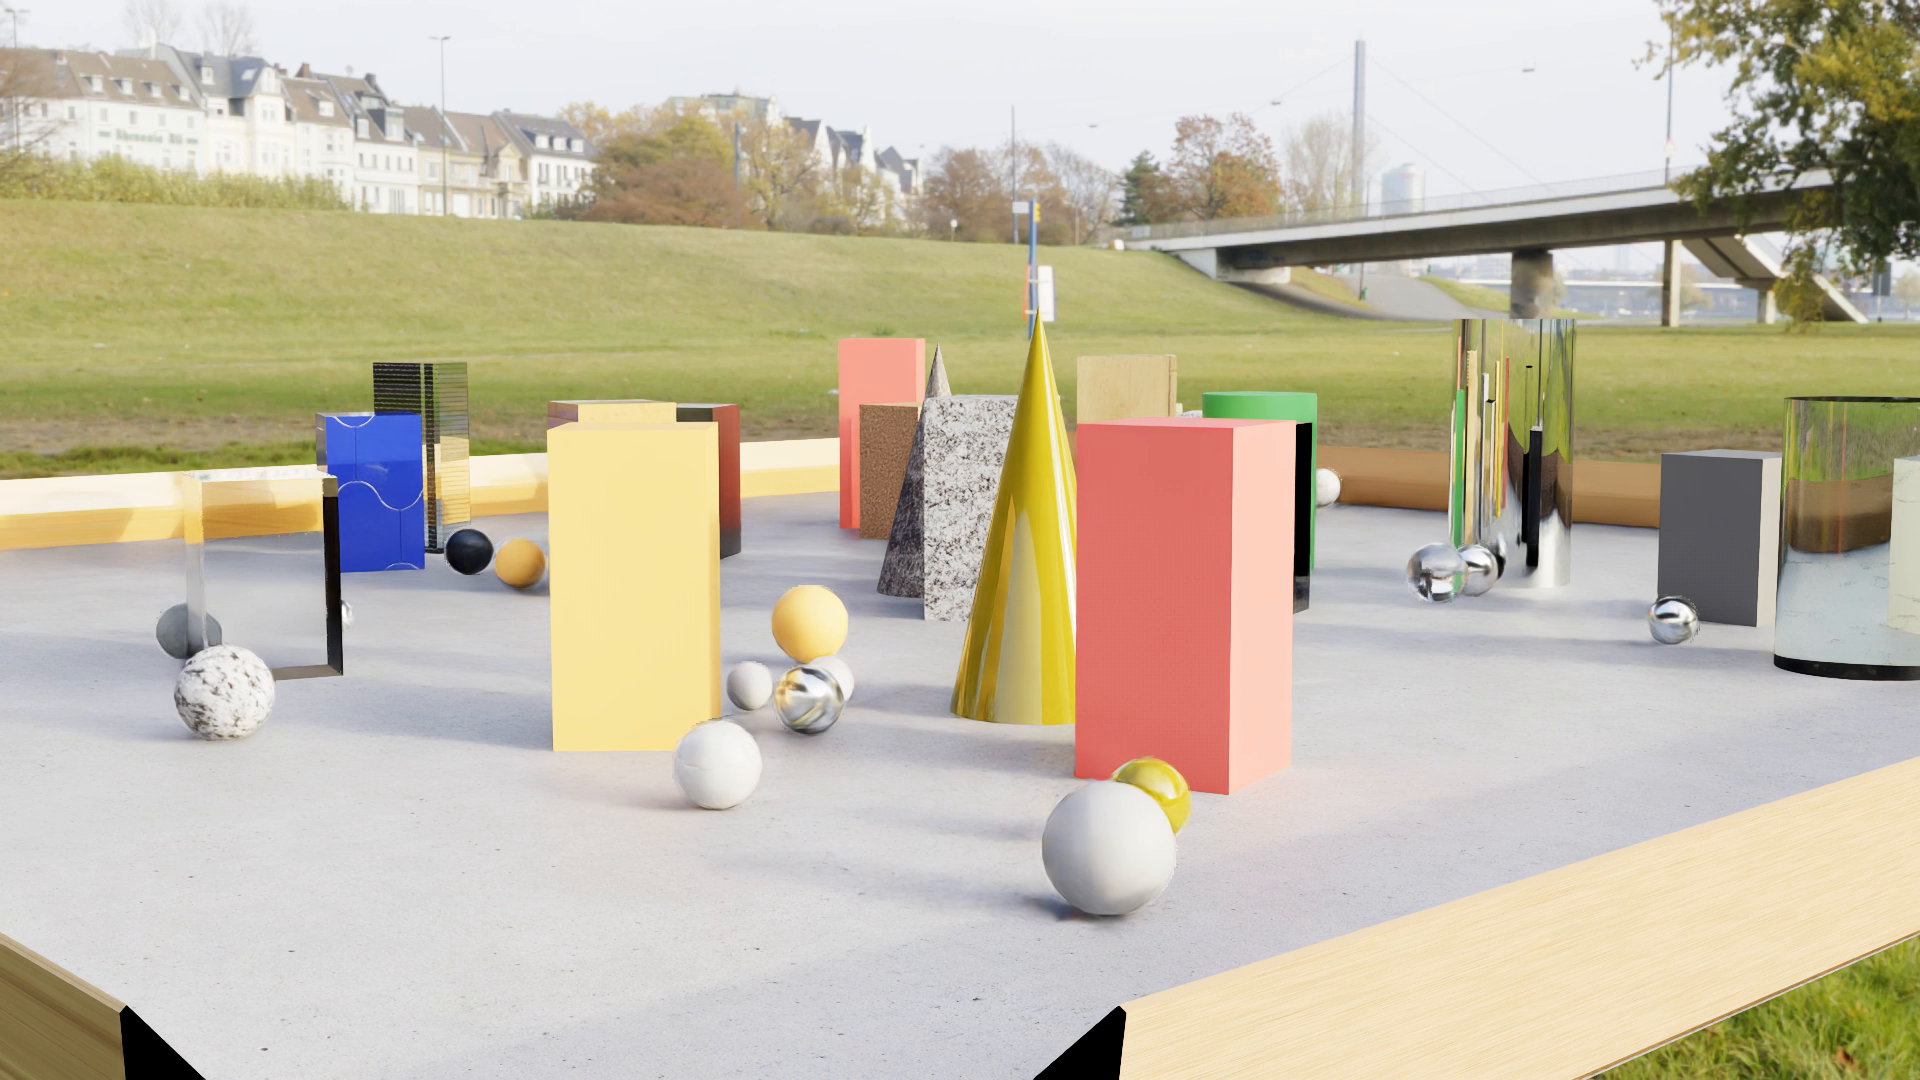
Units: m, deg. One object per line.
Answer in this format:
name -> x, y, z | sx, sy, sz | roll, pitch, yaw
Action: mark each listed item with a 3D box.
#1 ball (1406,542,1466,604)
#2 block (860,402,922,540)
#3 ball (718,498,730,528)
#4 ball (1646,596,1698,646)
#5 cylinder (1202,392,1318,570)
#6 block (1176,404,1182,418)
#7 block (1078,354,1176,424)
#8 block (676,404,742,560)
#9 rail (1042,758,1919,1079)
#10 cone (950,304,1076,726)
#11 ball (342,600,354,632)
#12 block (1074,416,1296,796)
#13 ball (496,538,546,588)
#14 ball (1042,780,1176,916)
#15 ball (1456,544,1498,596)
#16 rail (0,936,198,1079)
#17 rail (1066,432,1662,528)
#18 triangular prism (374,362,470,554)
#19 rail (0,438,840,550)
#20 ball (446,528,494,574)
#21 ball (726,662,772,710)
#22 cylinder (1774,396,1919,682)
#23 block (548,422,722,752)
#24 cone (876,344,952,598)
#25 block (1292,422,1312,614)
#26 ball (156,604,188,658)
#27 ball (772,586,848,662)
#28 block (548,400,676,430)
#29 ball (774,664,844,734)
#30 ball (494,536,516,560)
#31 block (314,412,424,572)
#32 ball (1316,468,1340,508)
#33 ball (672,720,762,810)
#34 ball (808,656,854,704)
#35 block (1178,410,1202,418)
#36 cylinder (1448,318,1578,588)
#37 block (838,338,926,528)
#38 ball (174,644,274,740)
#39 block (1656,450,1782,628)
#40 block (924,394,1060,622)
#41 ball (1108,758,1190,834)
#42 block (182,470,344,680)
ball -> 0.727, 0.050, 3.356 | 0.092, 0.092, 0.092 | 0, 6, 0
block -> -0.086, -0.136, 4.319 | 0.158, 0.261, 0.158 | 5, 8, 42
ball -> -0.502, -0.054, 4.489 | 0.064, 0.064, 0.064 | 0, 6, 0
ball -> 0.950, 0.108, 2.933 | 0.065, 0.065, 0.065 | 0, 6, 0
cylinder -> 0.518, -0.104, 3.822 | 0.198, 0.301, 0.198 | 0, 6, 0
block -> 0.351, -0.156, 4.547 | 0.158, 0.255, 0.158 | -2, 6, -22
block -> 0.271, -0.117, 3.606 | 0.158, 0.372, 0.158 | 0, 6, 3
block -> -0.498, -0.107, 3.988 | 0.158, 0.274, 0.158 | 1, 6, 12
rail -> 1.184, 0.167, 2.056 | 3.733, 0.128, 0.045 | -5, 8, -42
cone -> 0.087, -0.036, 2.444 | 0.198, 0.452, 0.198 | 0, 6, 0
ball -> -0.862, 0.106, 3.042 | 0.046, 0.046, 0.046 | 0, 6, 0
block -> 0.217, 0.056, 2.116 | 0.158, 0.338, 0.158 | 3, 7, 29
ball -> -0.706, 0.038, 3.534 | 0.080, 0.080, 0.080 | 0, 6, 0
ball -> 0.109, 0.228, 1.625 | 0.099, 0.099, 0.099 | 0, 6, 0
ball -> 0.799, 0.048, 3.434 | 0.081, 0.081, 0.081 | 0, 6, 0
rail -> -1.354, 0.163, 2.089 | 0.045, 0.128, 3.540 | -5, 8, -42
rail -> 1.354, -0.096, 4.575 | 0.045, 0.128, 3.540 | -5, 8, -42
triangular prism -> -0.980, -0.159, 4.123 | 0.171, 0.348, 0.148 | 4, 7, 35
rail -> -1.184, -0.100, 4.608 | 3.733, 0.128, 0.045 | -5, 8, -42
ball -> -0.829, 0.019, 3.716 | 0.079, 0.079, 0.079 | 0, 6, 0
ball -> -0.236, 0.164, 2.458 | 0.053, 0.053, 0.053 | 0, 6, 0
cylinder -> 1.122, -0.007, 2.731 | 0.198, 0.335, 0.198 | 0, 6, 0
block -> -0.336, 0.044, 2.294 | 0.158, 0.325, 0.158 | 0, 6, -2
cone -> -0.035, -0.116, 3.487 | 0.198, 0.396, 0.198 | 0, 6, 0
block -> 0.416, -0.033, 3.249 | 0.158, 0.279, 0.158 | 3, 7, 28
ball -> -0.992, 0.117, 2.819 | 0.072, 0.072, 0.072 | 0, 6, 0
ball -> -0.190, 0.107, 2.785 | 0.097, 0.097, 0.097 | 0, 6, 0
block -> -0.551, -0.068, 3.486 | 0.158, 0.301, 0.158 | -3, 7, -27
ball -> -0.159, 0.168, 2.318 | 0.073, 0.073, 0.073 | 0, 6, 0
ball -> -0.762, 0.025, 3.744 | 0.062, 0.062, 0.062 | 0, 6, 0
block -> -1.027, -0.086, 3.825 | 0.158, 0.266, 0.158 | -2, 6, -23
ball -> 0.816, -0.118, 4.978 | 0.089, 0.089, 0.089 | 0, 6, 0
ball -> -0.217, 0.201, 1.971 | 0.079, 0.079, 0.079 | 0, 6, 0
ball -> -0.149, 0.160, 2.457 | 0.060, 0.060, 0.060 | 0, 6, 0
block -> 0.523, -0.131, 4.367 | 0.158, 0.243, 0.158 | 2, 6, 16
cylinder -> 0.905, -0.147, 3.609 | 0.198, 0.431, 0.198 | 0, 6, 0
block -> -0.160, -0.223, 4.557 | 0.158, 0.386, 0.158 | 1, 6, 6
ball -> -0.765, 0.158, 2.287 | 0.099, 0.099, 0.099 | 0, 6, 0
block -> 1.131, -0.007, 3.200 | 0.158, 0.237, 0.158 | -5, 8, -41
block -> 0.048, -0.049, 3.209 | 0.158, 0.319, 0.158 | 2, 6, 17
ball -> 0.156, 0.218, 1.838 | 0.073, 0.073, 0.073 | 0, 6, 0
block -> -0.860, 0.041, 2.712 | 0.158, 0.243, 0.158 | -3, 7, -27
